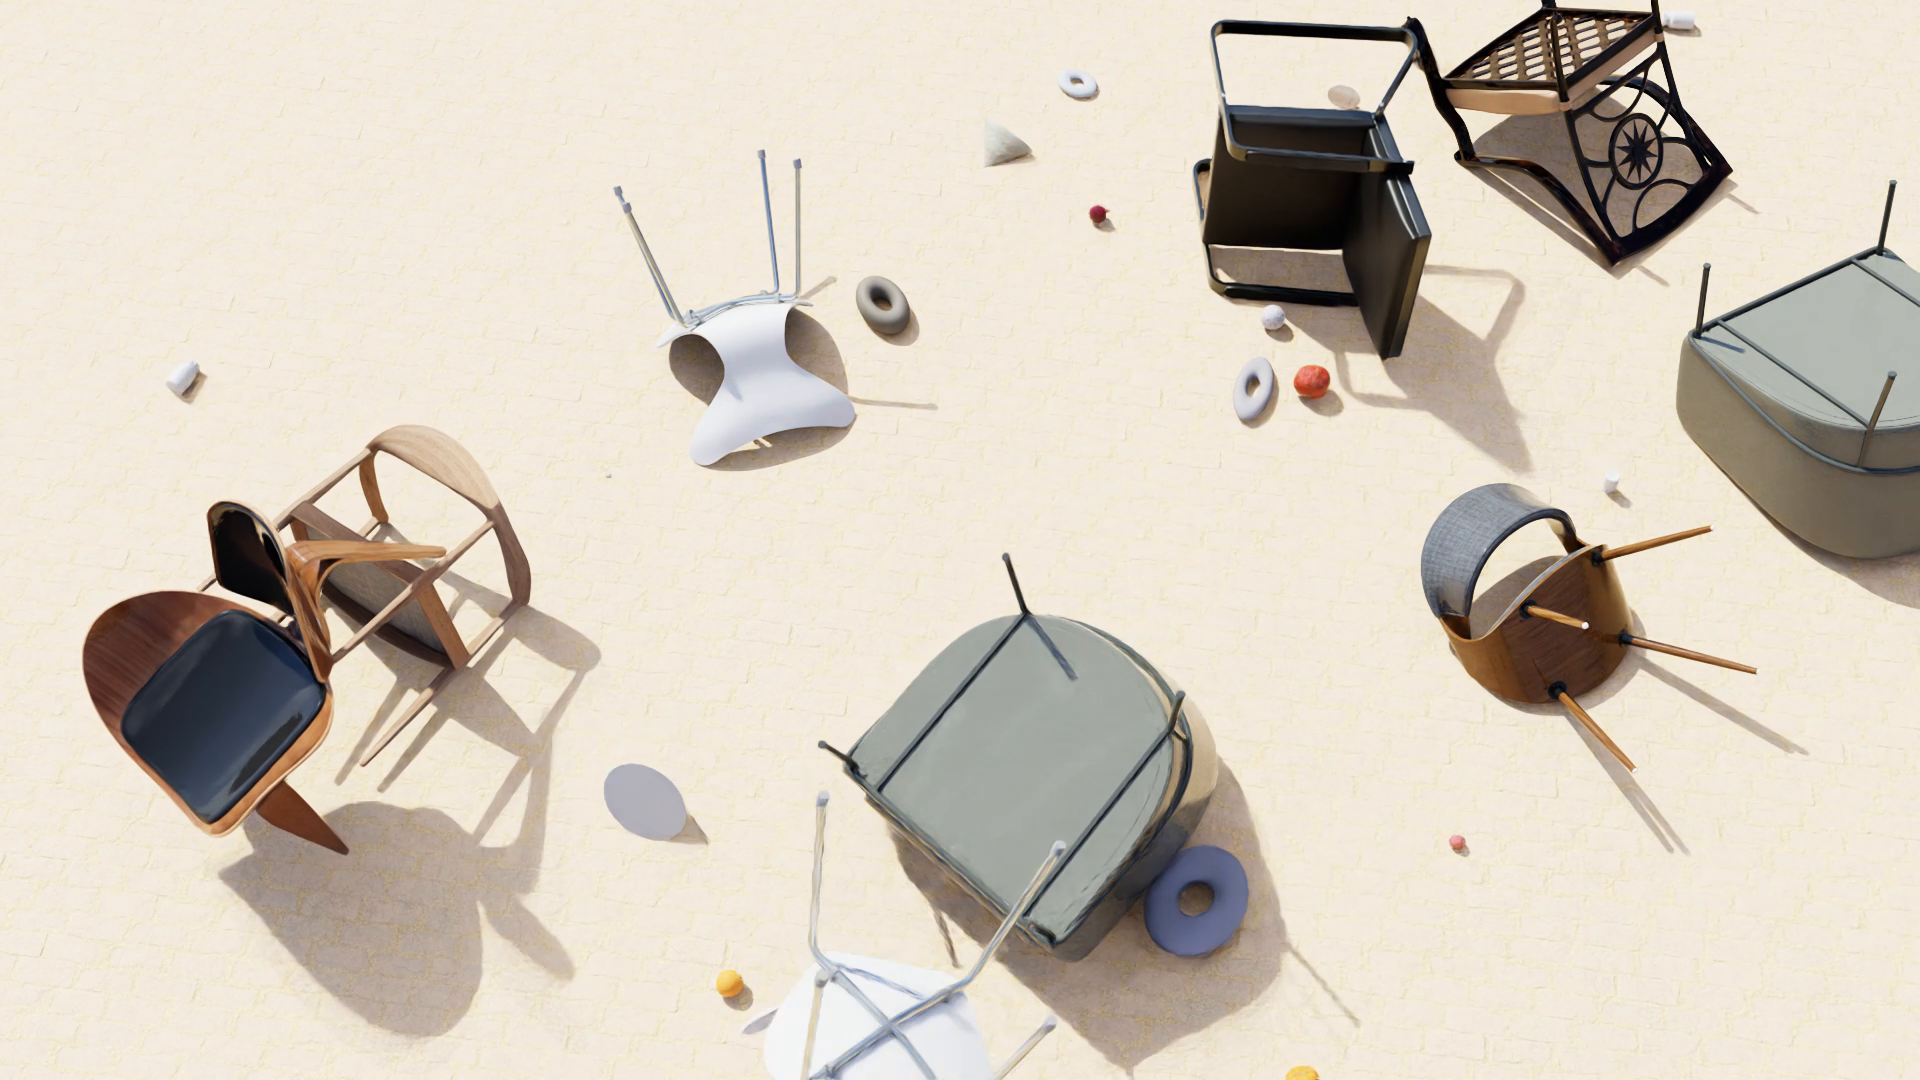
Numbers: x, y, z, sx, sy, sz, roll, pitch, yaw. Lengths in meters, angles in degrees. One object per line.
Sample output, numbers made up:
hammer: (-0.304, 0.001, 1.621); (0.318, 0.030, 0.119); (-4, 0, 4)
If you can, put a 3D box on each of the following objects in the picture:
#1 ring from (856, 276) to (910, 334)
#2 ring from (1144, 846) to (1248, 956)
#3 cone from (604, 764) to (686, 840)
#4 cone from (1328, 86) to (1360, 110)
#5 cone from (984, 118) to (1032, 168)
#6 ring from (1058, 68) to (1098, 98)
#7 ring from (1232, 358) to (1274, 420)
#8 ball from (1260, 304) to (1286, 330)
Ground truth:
ring: (-0.247, -0.753, 7.034); (0.155, 0.077, 0.235); (-24, 60, -17)
ring: (0.629, 0.960, 5.860); (0.272, 0.085, 0.352); (11, 49, 21)
cone: (-0.846, 0.682, 6.059); (0.252, 0.208, 0.170); (47, 21, -11)
cone: (1.331, -1.526, 7.580); (0.122, 0.077, 0.047); (24, 19, 24)
cone: (0.122, -1.314, 7.426); (0.198, 0.084, 0.144); (35, 82, 2)
ring: (0.407, -1.582, 7.619); (0.149, 0.028, 0.120); (35, 62, 20)
ring: (0.916, -0.473, 6.864); (0.119, 0.045, 0.257); (13, 57, 10)
ball: (0.996, -0.709, 7.002); (0.080, 0.080, 0.080); (0, 56, 0)
